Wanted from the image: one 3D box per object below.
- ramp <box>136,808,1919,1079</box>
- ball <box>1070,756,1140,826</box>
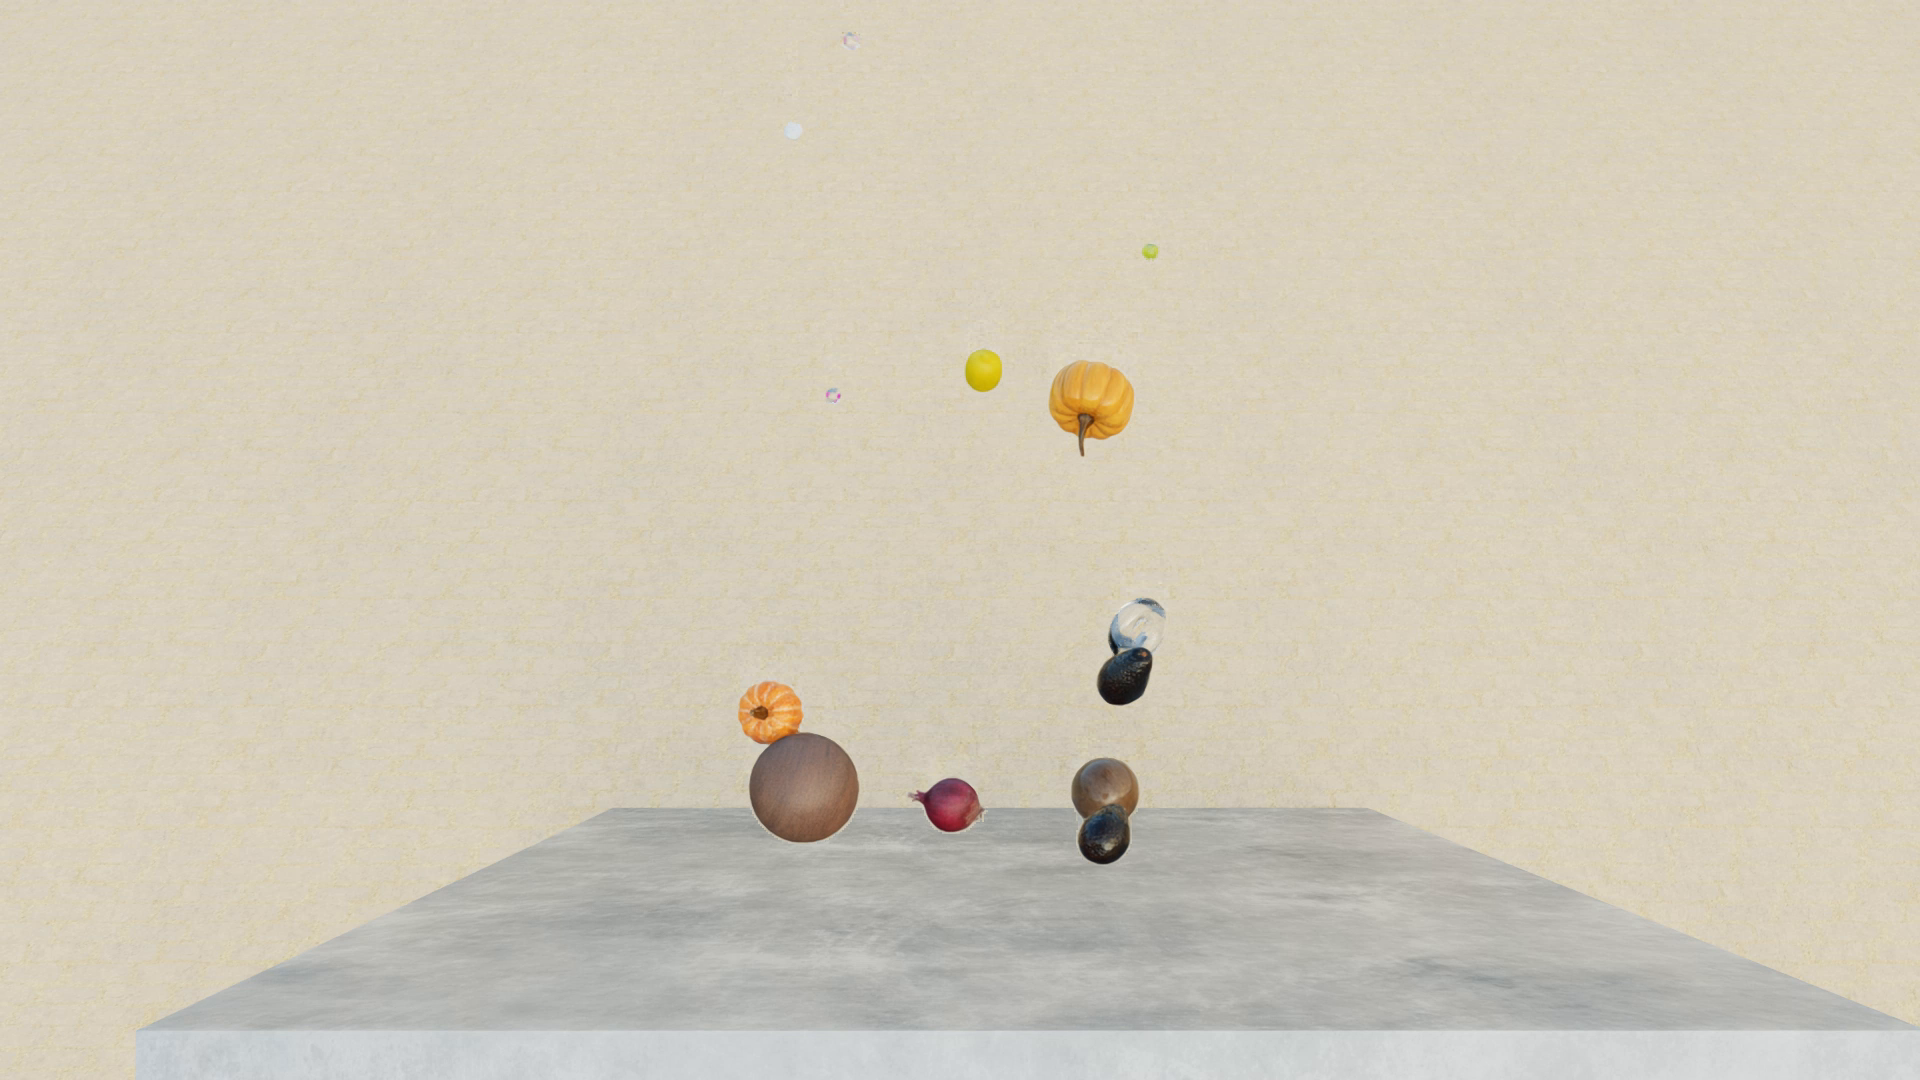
[{"bbox_3d":[0.080,0.679,4.898,2.000,0.100,4.000,0,-2,0],"label":"ramp"},{"bbox_3d":[0.181,0.313,3.234,0.086,0.086,0.086,0,36,0],"label":"ball"}]
